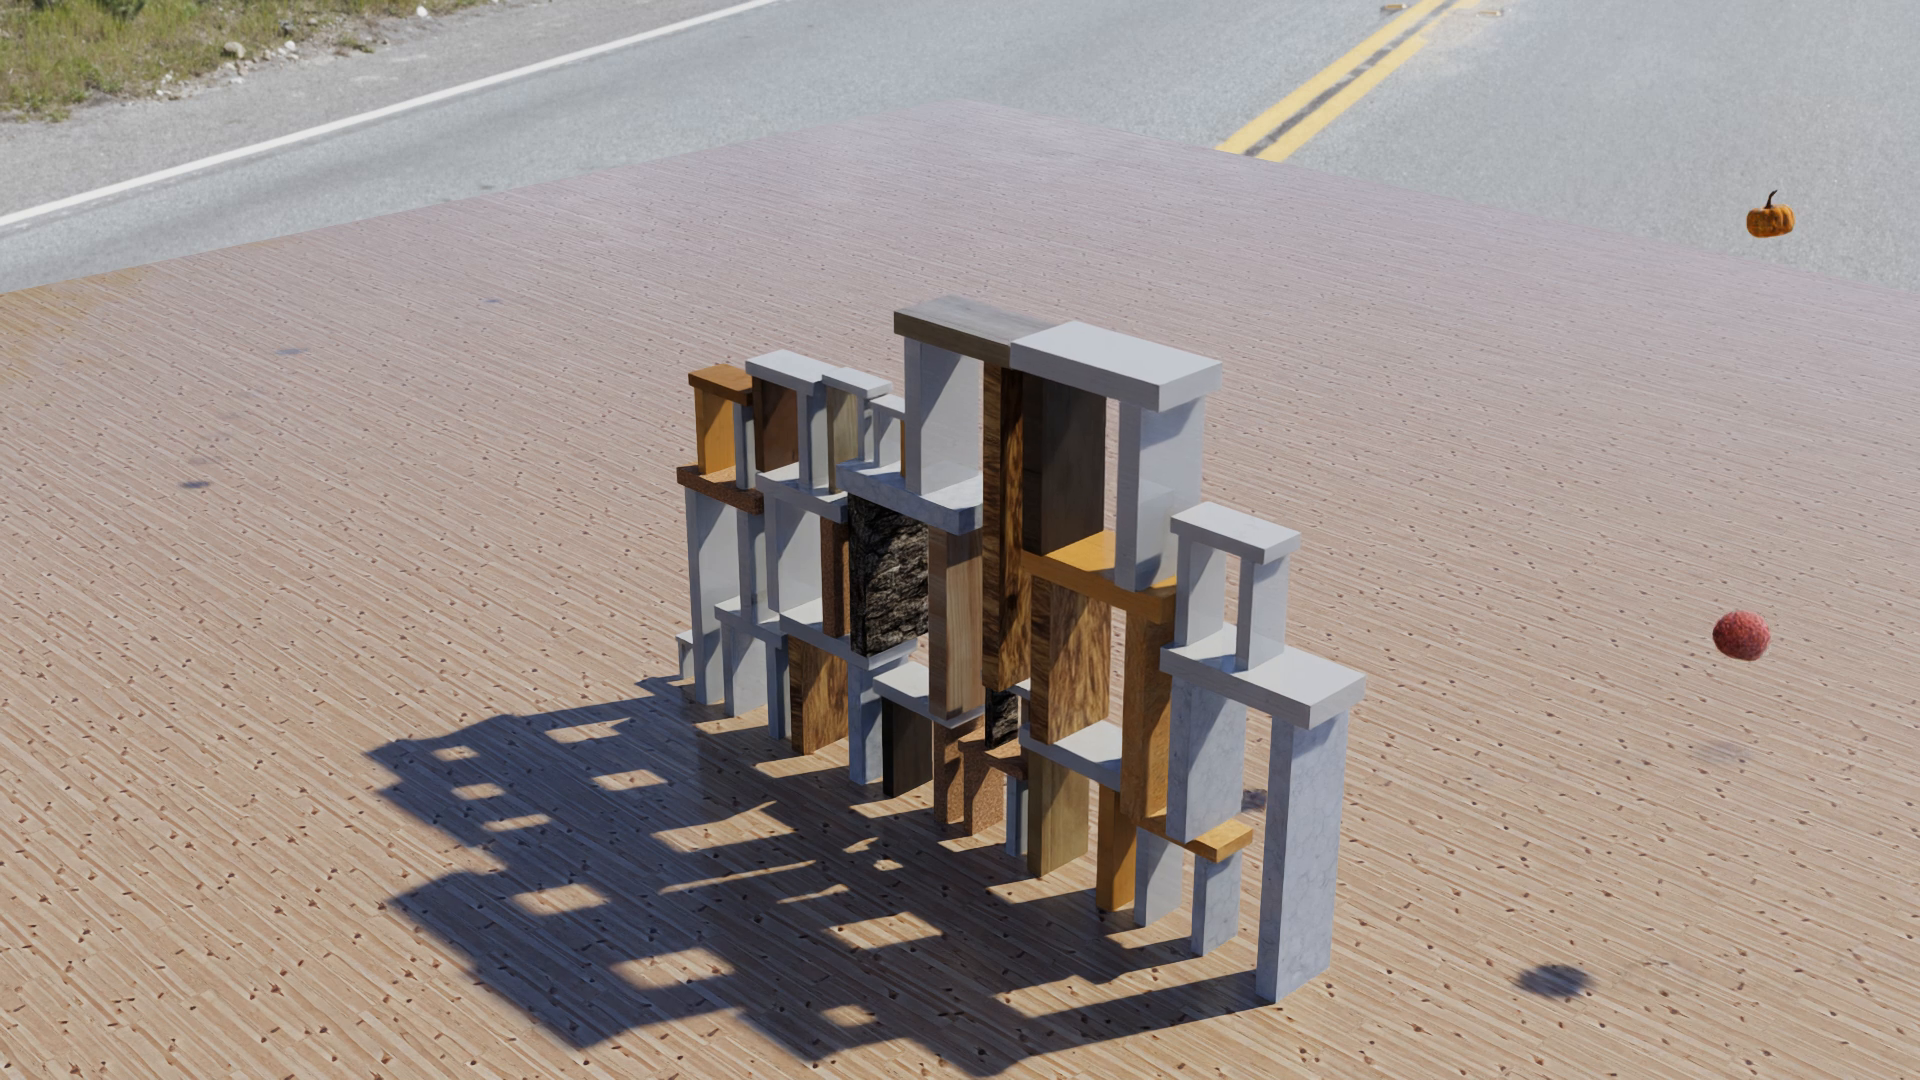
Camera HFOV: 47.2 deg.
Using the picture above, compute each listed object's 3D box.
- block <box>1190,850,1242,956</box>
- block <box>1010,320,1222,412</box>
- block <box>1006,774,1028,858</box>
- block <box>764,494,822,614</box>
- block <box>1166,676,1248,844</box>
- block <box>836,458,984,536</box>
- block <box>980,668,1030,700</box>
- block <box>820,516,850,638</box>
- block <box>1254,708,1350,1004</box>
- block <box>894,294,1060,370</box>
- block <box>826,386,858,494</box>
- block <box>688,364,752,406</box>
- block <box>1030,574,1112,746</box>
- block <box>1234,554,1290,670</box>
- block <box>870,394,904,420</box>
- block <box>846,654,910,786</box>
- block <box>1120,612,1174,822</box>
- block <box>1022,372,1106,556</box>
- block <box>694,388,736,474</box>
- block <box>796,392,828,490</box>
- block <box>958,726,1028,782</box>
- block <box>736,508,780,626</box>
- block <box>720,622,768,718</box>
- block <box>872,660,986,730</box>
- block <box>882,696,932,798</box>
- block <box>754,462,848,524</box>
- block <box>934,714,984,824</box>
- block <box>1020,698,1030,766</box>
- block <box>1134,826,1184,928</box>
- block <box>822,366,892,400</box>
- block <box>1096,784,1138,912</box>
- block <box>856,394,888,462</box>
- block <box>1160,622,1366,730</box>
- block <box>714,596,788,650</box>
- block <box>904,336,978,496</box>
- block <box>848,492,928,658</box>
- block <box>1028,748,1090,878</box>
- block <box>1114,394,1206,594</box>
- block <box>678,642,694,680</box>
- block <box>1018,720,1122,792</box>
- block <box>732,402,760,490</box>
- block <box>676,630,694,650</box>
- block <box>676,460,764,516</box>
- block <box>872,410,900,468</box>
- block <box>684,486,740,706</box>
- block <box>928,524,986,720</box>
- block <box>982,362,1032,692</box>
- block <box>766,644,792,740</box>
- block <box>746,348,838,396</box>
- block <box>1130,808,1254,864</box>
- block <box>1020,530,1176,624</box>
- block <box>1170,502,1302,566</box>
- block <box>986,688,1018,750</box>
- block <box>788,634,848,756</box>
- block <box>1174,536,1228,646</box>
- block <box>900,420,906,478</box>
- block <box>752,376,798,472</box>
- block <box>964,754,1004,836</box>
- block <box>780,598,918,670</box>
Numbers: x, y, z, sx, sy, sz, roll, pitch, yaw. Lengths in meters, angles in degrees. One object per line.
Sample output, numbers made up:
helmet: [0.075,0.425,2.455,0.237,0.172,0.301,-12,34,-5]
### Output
block: [0.465,0.643,3.985,0.029,0.204,0.102,21,31,40]
block: [0.267,-0.303,3.799,0.338,0.048,0.169,21,31,40]
block: [0.130,0.524,4.300,0.025,0.176,0.088,21,31,41]
block: [-0.344,0.010,4.600,0.037,0.261,0.131,21,31,41]
block: [0.439,0.364,3.898,0.159,0.318,0.045,-21,31,-40]
block: [-0.062,-0.101,4.253,0.172,0.049,0.344,-21,31,-40]
block: [0.115,0.268,4.221,0.143,0.020,0.072,21,31,41]
block: [-0.221,0.058,4.487,0.130,0.261,0.037,-21,31,-41]
block: [0.592,0.530,3.806,0.045,0.551,0.159,21,31,41]
block: [0.039,-0.382,4.018,0.305,0.043,0.153,21,31,40]
block: [-0.234,-0.208,4.393,0.067,0.228,0.019,-21,31,-41]
block: [-0.471,-0.325,4.594,0.190,0.027,0.095,21,31,41]
block: [0.207,0.200,4.087,0.166,0.333,0.047,-21,31,-40]
block: [0.512,0.111,3.717,0.028,0.201,0.100,21,31,40]
block: [-0.114,-0.254,4.235,0.058,0.016,0.115,-21,31,-40]
block: [-0.168,0.359,4.563,0.039,0.274,0.137,21,31,41]
block: [0.366,0.293,3.957,0.166,0.403,0.047,-21,31,-40]
block: [0.187,-0.156,3.945,0.169,0.337,0.048,-22,31,-40]
block: [-0.515,-0.243,4.677,0.027,0.190,0.095,21,31,41]
block: [-0.279,-0.213,4.437,0.029,0.203,0.102,21,31,40]
block: [0.089,0.415,4.299,0.176,0.025,0.088,21,31,41]
block: [-0.409,0.039,4.683,0.037,0.260,0.130,21,31,41]
block: [-0.468,0.268,4.843,0.032,0.223,0.112,21,31,41]
block: [-0.057,0.309,4.414,0.113,0.032,0.225,-21,31,-41]
block: [-0.108,0.407,4.513,0.032,0.225,0.113,21,31,41]
block: [-0.283,-0.103,4.485,0.261,0.037,0.130,21,31,41]
block: [-0.002,0.448,4.416,0.032,0.225,0.112,21,31,41]
block: [0.149,0.357,4.222,0.020,0.143,0.072,21,31,41]
block: [0.369,0.605,4.073,0.029,0.204,0.102,21,31,41]
block: [-0.202,-0.309,4.316,0.067,0.019,0.133,-21,31,-40]
block: [0.316,0.552,4.120,0.133,0.266,0.038,-21,31,-41]
block: [-0.170,-0.227,4.317,0.067,0.133,0.019,-21,31,-41]
block: [0.515,0.227,3.758,0.318,0.045,0.159,21,31,40]
block: [-0.416,0.171,4.745,0.223,0.032,0.112,21,31,41]
block: [-0.034,-0.250,4.151,0.153,0.305,0.043,-21,31,-40]
block: [-0.142,0.048,4.406,0.049,0.344,0.172,21,31,41]
block: [0.190,0.503,4.234,0.133,0.266,0.038,-21,31,-40]
block: [0.345,-0.093,3.798,0.169,0.338,0.048,-21,31,-40]
block: [-0.618,0.268,5.011,0.013,0.092,0.046,21,31,41]
block: [0.251,0.389,4.116,0.133,0.038,0.265,-21,31,-39]
block: [-0.426,-0.208,4.595,0.027,0.190,0.095,21,31,41]
block: [-0.597,0.229,4.970,0.092,0.013,0.046,21,31,41]
block: [-0.471,-0.121,4.681,0.260,0.037,0.130,21,31,41]
block: [-0.142,-0.204,4.286,0.058,0.115,0.016,-21,31,-40]
block: [-0.532,0.109,4.845,0.037,0.515,0.130,21,31,41]
block: [0.018,0.138,4.266,0.172,0.400,0.049,-21,31,-40]
block: [0.111,-0.037,4.087,0.043,0.646,0.153,21,31,41]
block: [-0.363,0.309,4.746,0.032,0.223,0.112,21,31,41]
block: [-0.328,-0.338,4.436,0.203,0.029,0.102,21,31,40]
block: [0.418,0.517,3.983,0.102,0.029,0.204,-21,31,-40]
block: [0.286,0.055,3.941,0.166,0.047,0.333,-22,31,-40]
block: [0.464,-0.013,3.715,0.201,0.028,0.100,21,31,40]
block: [0.081,0.330,4.284,0.020,0.143,0.072,21,31,41]
block: [-0.297,0.308,4.682,0.039,0.274,0.137,21,31,41]
block: [0.417,0.074,3.803,0.028,0.201,0.100,21,31,41]
block: [-0.088,-0.182,4.236,0.058,0.115,0.016,-21,31,-40]
block: [-0.376,-0.250,4.524,0.029,0.203,0.102,21,31,41]
block: [0.047,0.491,4.377,0.025,0.176,0.088,21,31,41]
block: [-0.233,0.189,4.562,0.274,0.039,0.137,21,31,41]
